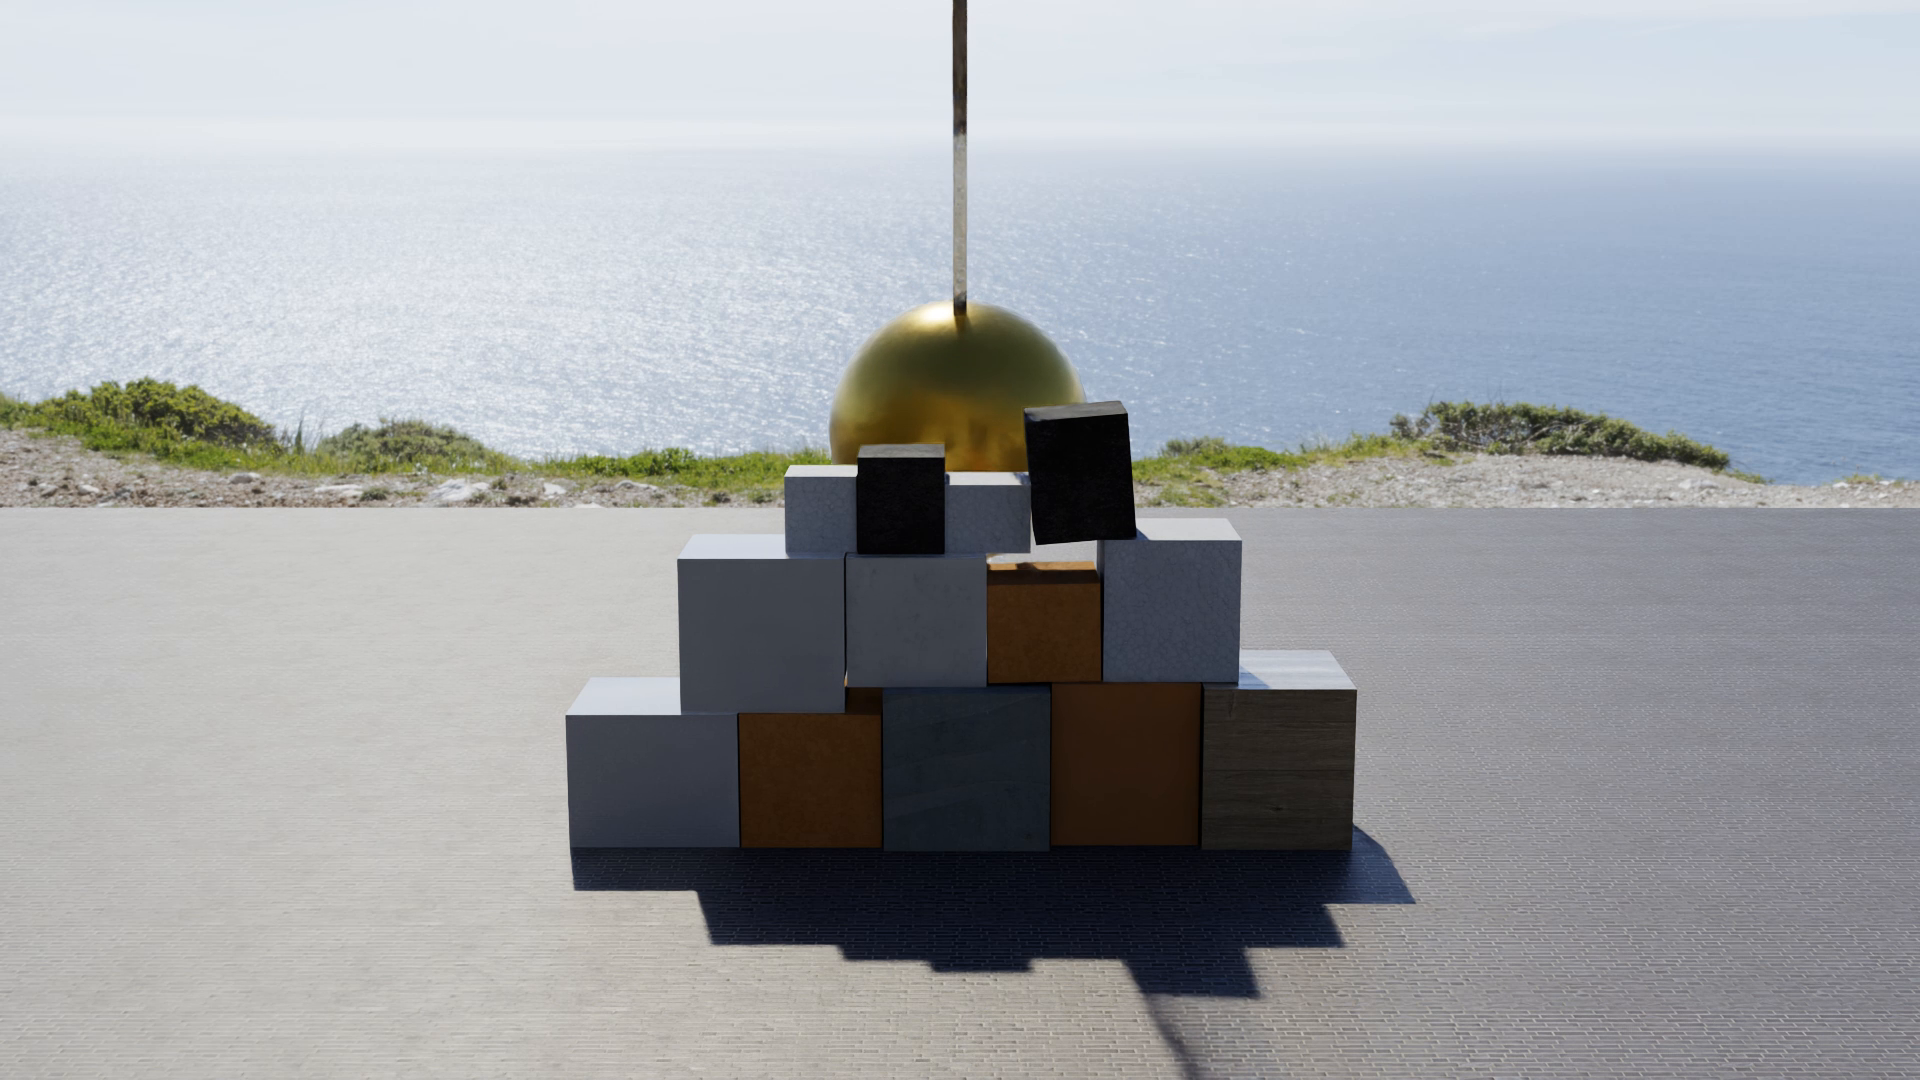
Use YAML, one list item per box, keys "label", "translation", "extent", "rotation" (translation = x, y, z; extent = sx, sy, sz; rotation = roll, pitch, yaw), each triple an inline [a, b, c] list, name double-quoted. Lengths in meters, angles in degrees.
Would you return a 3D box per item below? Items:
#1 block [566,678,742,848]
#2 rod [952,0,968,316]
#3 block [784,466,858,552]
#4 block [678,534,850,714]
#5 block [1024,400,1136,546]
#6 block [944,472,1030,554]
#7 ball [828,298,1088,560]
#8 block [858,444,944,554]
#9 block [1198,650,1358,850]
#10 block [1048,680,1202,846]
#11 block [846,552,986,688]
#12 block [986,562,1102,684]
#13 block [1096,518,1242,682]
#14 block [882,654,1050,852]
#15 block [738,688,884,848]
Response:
- label: "block"
  translation: [-1.537, 1.138, 11.384]
  extent: [0.855, 0.687, 0.774]
  rotation: [0, 10, 0]
- label: "rod"
  translation: [0.000, -3.525, 11.550]
  extent: [0.080, 5.200, 0.080]
  rotation: [0, 33, 0]
- label: "block"
  translation: [-0.695, -0.162, 11.160]
  extent: [0.359, 0.383, 0.382]
  rotation: [0, 10, 0]
- label: "block"
  translation: [-0.984, 0.417, 11.240]
  extent: [0.820, 0.784, 0.679]
  rotation: [0, 10, 0]
- label: "block"
  translation: [0.600, -0.346, 11.098]
  extent: [0.501, 0.619, 0.546]
  rotation: [-5, 10, 1]
- label: "block"
  translation: [0.138, -0.141, 11.166]
  extent: [0.430, 0.347, 0.420]
  rotation: [0, 10, 0]
- label: "ball"
  translation: [0.000, -0.667, 13.392]
  extent: [1.600, 1.600, 1.600]
  rotation: [0, 10, 0]
- label: "block"
  translation: [-0.293, -0.211, 11.154]
  extent: [0.431, 0.488, 0.466]
  rotation: [0, 10, 0]
- label: "block"
  translation: [1.587, 1.070, 11.364]
  extent: [0.754, 0.829, 0.841]
  rotation: [0, 10, 0]
- label: "block"
  translation: [0.829, 1.066, 11.370]
  extent: [0.743, 0.834, 0.708]
  rotation: [0, 10, 0]
- label: "block"
  translation: [-0.216, 0.353, 11.256]
  extent: [0.697, 0.658, 0.662]
  rotation: [0, 10, 0]
- label: "block"
  translation: [0.419, 0.413, 11.240]
  extent: [0.564, 0.499, 0.582]
  rotation: [-1, 10, 0]
- label: "block"
  translation: [1.055, 0.298, 11.249]
  extent: [0.678, 0.720, 0.639]
  rotation: [0, 10, 0]
- label: "block"
  translation: [0.033, 1.078, 11.373]
  extent: [0.829, 0.810, 0.904]
  rotation: [0, 10, 0]
- label: "block"
  translation: [-0.745, 1.141, 11.368]
  extent: [0.708, 0.687, 0.750]
  rotation: [0, 10, 0]
